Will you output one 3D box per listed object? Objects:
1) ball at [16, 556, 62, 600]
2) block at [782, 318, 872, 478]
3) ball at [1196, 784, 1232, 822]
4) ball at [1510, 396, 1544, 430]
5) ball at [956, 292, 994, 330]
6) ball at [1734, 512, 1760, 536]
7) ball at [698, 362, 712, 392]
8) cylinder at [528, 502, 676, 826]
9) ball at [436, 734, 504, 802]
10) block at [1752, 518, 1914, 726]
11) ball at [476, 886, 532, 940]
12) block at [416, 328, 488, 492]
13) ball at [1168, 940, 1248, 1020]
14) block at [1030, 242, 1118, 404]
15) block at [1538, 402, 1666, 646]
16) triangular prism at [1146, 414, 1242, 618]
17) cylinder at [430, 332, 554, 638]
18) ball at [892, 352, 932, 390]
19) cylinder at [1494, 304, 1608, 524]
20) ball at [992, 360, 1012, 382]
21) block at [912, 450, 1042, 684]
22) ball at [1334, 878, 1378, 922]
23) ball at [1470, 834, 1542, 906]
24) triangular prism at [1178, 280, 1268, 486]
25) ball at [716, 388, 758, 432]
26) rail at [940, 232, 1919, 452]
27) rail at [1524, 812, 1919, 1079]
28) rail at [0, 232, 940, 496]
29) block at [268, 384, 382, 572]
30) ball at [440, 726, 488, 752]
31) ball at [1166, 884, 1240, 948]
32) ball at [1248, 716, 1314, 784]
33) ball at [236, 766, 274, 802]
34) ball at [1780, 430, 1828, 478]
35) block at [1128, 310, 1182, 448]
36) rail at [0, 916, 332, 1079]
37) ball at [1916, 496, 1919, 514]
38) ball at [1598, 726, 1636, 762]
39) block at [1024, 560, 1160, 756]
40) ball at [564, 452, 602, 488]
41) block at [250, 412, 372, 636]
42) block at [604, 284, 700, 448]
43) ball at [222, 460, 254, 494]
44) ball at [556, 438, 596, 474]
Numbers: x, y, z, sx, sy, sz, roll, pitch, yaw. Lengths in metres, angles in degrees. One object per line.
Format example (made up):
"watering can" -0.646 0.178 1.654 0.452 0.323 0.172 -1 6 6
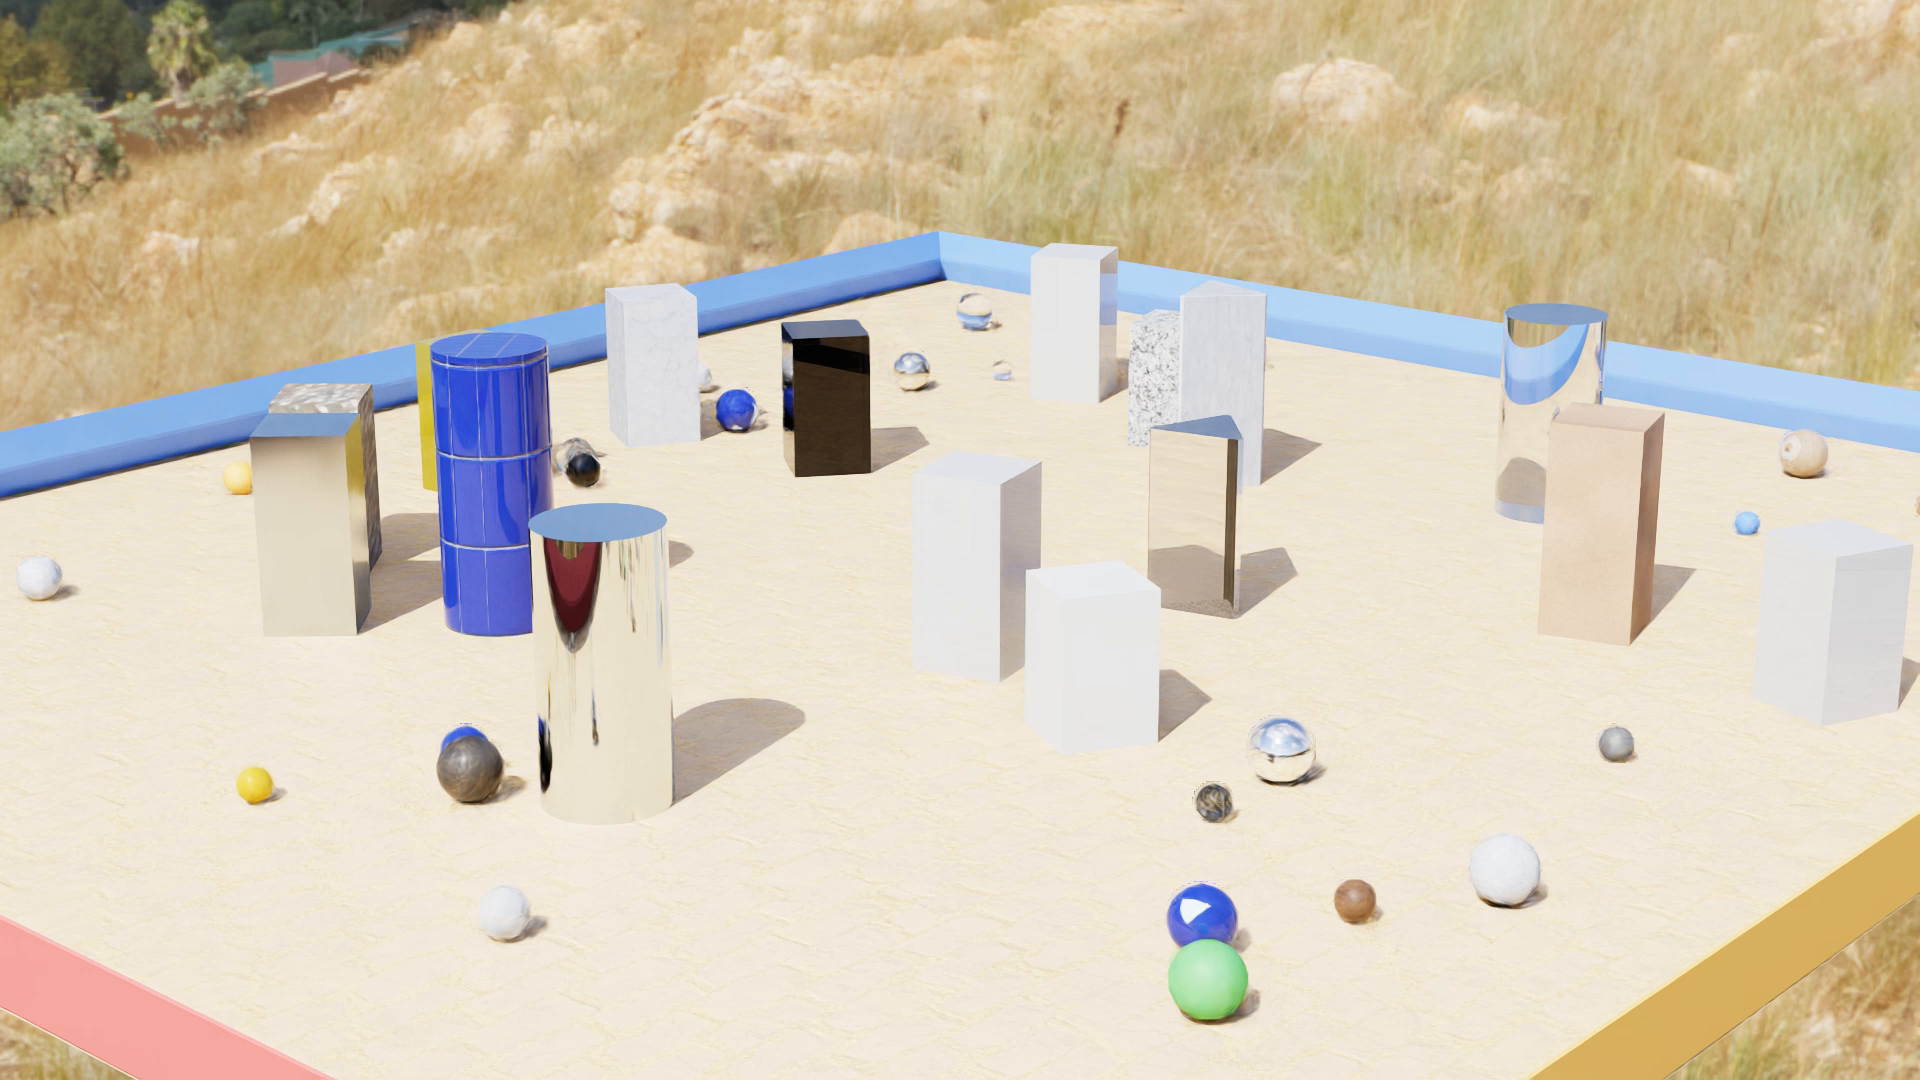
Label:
"ball" -1.599 0.066 5.095 0.077 0.077 0.077 0 17 0
"block" -0.270 -0.287 5.905 0.155 0.284 0.155 -3 17 -11
"ball" 0.358 0.370 4.129 0.053 0.053 0.053 0 17 0
"ball" 1.201 -0.267 6.210 0.071 0.071 0.071 0 17 0
"ball" 0.036 -0.557 7.136 0.091 0.091 0.091 0 17 0
"ball" 1.468 -0.031 5.468 0.046 0.046 0.046 0 17 0
"ball" -0.586 -0.362 6.528 0.068 0.068 0.068 0 17 0
"cylinder" -0.505 0.174 4.151 0.194 0.416 0.194 0 17 0
"ball" -0.701 0.327 4.195 0.096 0.096 0.096 0 17 0
"block" 1.355 0.126 4.556 0.155 0.272 0.155 -8 19 -25
"ball" -0.583 0.476 3.748 0.069 0.069 0.069 0 17 0
"block" -0.950 -0.246 5.750 0.155 0.296 0.155 14 21 38
"ball" 0.298 0.529 3.526 0.097 0.097 0.097 0 17 0
"block" 0.253 -0.480 6.482 0.155 0.321 0.155 5 18 17
"block" 1.072 -0.028 4.906 0.155 0.366 0.155 8 18 24
"triangular prism" 0.431 -0.046 5.052 0.168 0.316 0.145 9 19 26
"cylinder" -0.781 -0.094 4.928 0.194 0.479 0.194 0 17 0
"ball" -0.107 -0.377 6.547 0.086 0.086 0.086 0 17 0
"cylinder" 1.124 -0.242 5.580 0.194 0.385 0.194 0 17 0
"ball" 0.095 -0.383 6.632 0.048 0.048 0.048 0 17 0
"block" 0.028 0.041 4.738 0.155 0.330 0.155 8 19 25
"ball" 0.512 0.467 3.800 0.057 0.057 0.057 0 17 0
"ball" 0.716 0.433 3.850 0.093 0.093 0.093 0 17 0
"triangular prism" 0.506 -0.312 5.815 0.168 0.384 0.145 -2 17 -5
"ball" -0.472 -0.276 6.203 0.090 0.090 0.090 0 17 0
"rail" 1.301 -0.401 6.555 3.634 0.126 0.045 14 22 39
"rail" 1.354 0.371 3.995 0.045 0.126 4.016 14 22 39
"rail" -1.354 -0.308 6.246 0.045 0.126 4.016 14 22 39
"block" -1.135 -0.108 5.255 0.155 0.317 0.155 0 17 -1
"ball" -0.723 0.310 4.285 0.077 0.077 0.077 0 17 0
"ball" 0.306 0.480 3.697 0.092 0.092 0.092 0 17 0
"ball" 0.468 0.305 4.266 0.097 0.097 0.097 0 17 0
"ball" -1.009 0.350 4.196 0.053 0.053 0.053 0 17 0
"ball" 1.685 -0.173 5.855 0.096 0.096 0.096 0 17 0
"block" 0.451 -0.332 6.101 0.155 0.258 0.155 7 18 22
"rail" -1.301 0.464 3.686 3.634 0.126 0.045 14 22 39
"ball" 1.844 -0.066 5.577 0.051 0.051 0.051 0 17 0
"ball" 0.975 0.303 4.350 0.053 0.053 0.053 0 17 0
"block" 0.199 0.176 4.438 0.155 0.245 0.155 -6 18 -19
"ball" -0.743 -0.138 5.780 0.072 0.072 0.072 0 17 0
"block" -1.090 -0.027 4.934 0.155 0.347 0.155 0 17 -2
"block" -0.642 -0.366 6.128 0.155 0.307 0.155 -6 18 -20
"ball" -1.408 -0.123 5.737 0.067 0.067 0.067 0 17 0
"ball" -0.765 -0.163 5.848 0.080 0.080 0.080 0 17 0
